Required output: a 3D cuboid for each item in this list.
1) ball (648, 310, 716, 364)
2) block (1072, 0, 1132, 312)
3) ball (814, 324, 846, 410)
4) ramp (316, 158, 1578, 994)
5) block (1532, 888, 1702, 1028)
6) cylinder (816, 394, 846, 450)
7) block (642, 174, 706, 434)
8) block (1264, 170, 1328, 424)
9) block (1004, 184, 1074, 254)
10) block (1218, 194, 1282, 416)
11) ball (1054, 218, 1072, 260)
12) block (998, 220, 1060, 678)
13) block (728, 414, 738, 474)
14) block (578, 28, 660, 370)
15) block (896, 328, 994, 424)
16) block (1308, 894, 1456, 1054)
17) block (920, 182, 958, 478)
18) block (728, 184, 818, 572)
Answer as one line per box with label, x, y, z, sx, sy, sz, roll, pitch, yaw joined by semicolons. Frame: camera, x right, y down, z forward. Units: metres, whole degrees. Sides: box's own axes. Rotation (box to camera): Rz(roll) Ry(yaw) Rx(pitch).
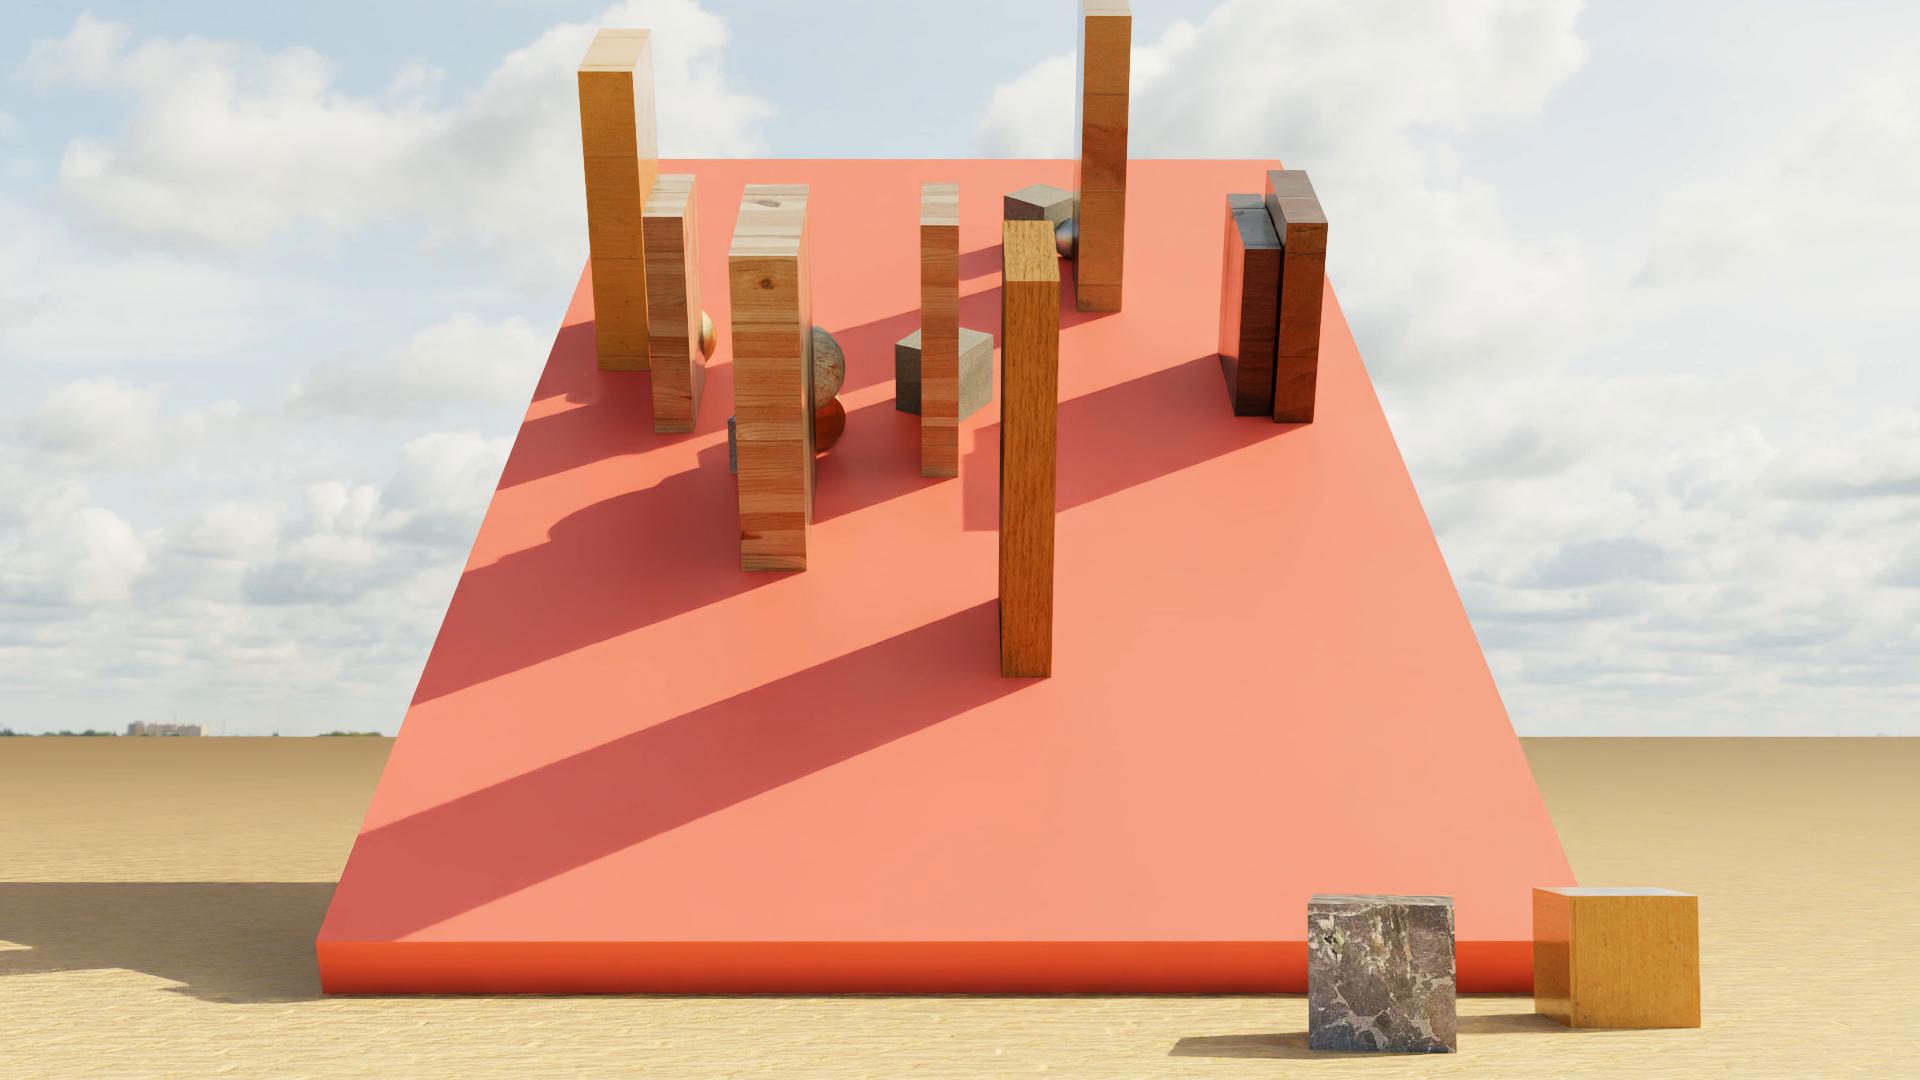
ball;-0.669;-0.489;5.714;0.164;0.164;0.164;0;-5;0
block;0.360;-1.008;6.079;0.114;0.769;0.342;0;27;0
ball;-0.351;-0.376;5.171;0.201;0.201;0.201;0;-5;0
ramp;-0.010;-0.227;5.490;2.000;0.100;4.000;0;27;0
block;0.936;0.595;3.384;0.182;0.182;0.182;0;-5;-2
cylinder;-0.341;-0.299;5.358;0.146;0.146;0.146;1;26;-12
block;-0.653;-0.543;5.427;0.089;0.518;0.301;0;27;0
block;0.770;-0.572;5.529;0.092;0.486;0.381;0;27;0
block;0.225;-0.879;6.513;0.149;0.149;0.149;23;35;38
block;0.680;-0.559;5.587;0.082;0.410;0.393;0;27;0
ball;0.312;-0.819;6.430;0.117;0.117;0.117;0;-5;0
block;0.124;-0.165;4.380;0.093;0.784;0.318;0;27;0
block;-0.427;-0.222;5.225;0.125;0.125;0.125;10;28;18
block;-0.814;-0.827;5.746;0.126;0.739;0.381;0;27;0
block;-0.036;-0.391;5.520;0.166;0.166;0.166;15;30;27
block;0.563;0.573;3.150;0.188;0.188;0.188;-1;-5;11
block;-0.044;-0.462;5.197;0.080;0.581;0.285;0;27;0
block;-0.376;-0.335;4.838;0.131;0.675;0.430;0;27;0
